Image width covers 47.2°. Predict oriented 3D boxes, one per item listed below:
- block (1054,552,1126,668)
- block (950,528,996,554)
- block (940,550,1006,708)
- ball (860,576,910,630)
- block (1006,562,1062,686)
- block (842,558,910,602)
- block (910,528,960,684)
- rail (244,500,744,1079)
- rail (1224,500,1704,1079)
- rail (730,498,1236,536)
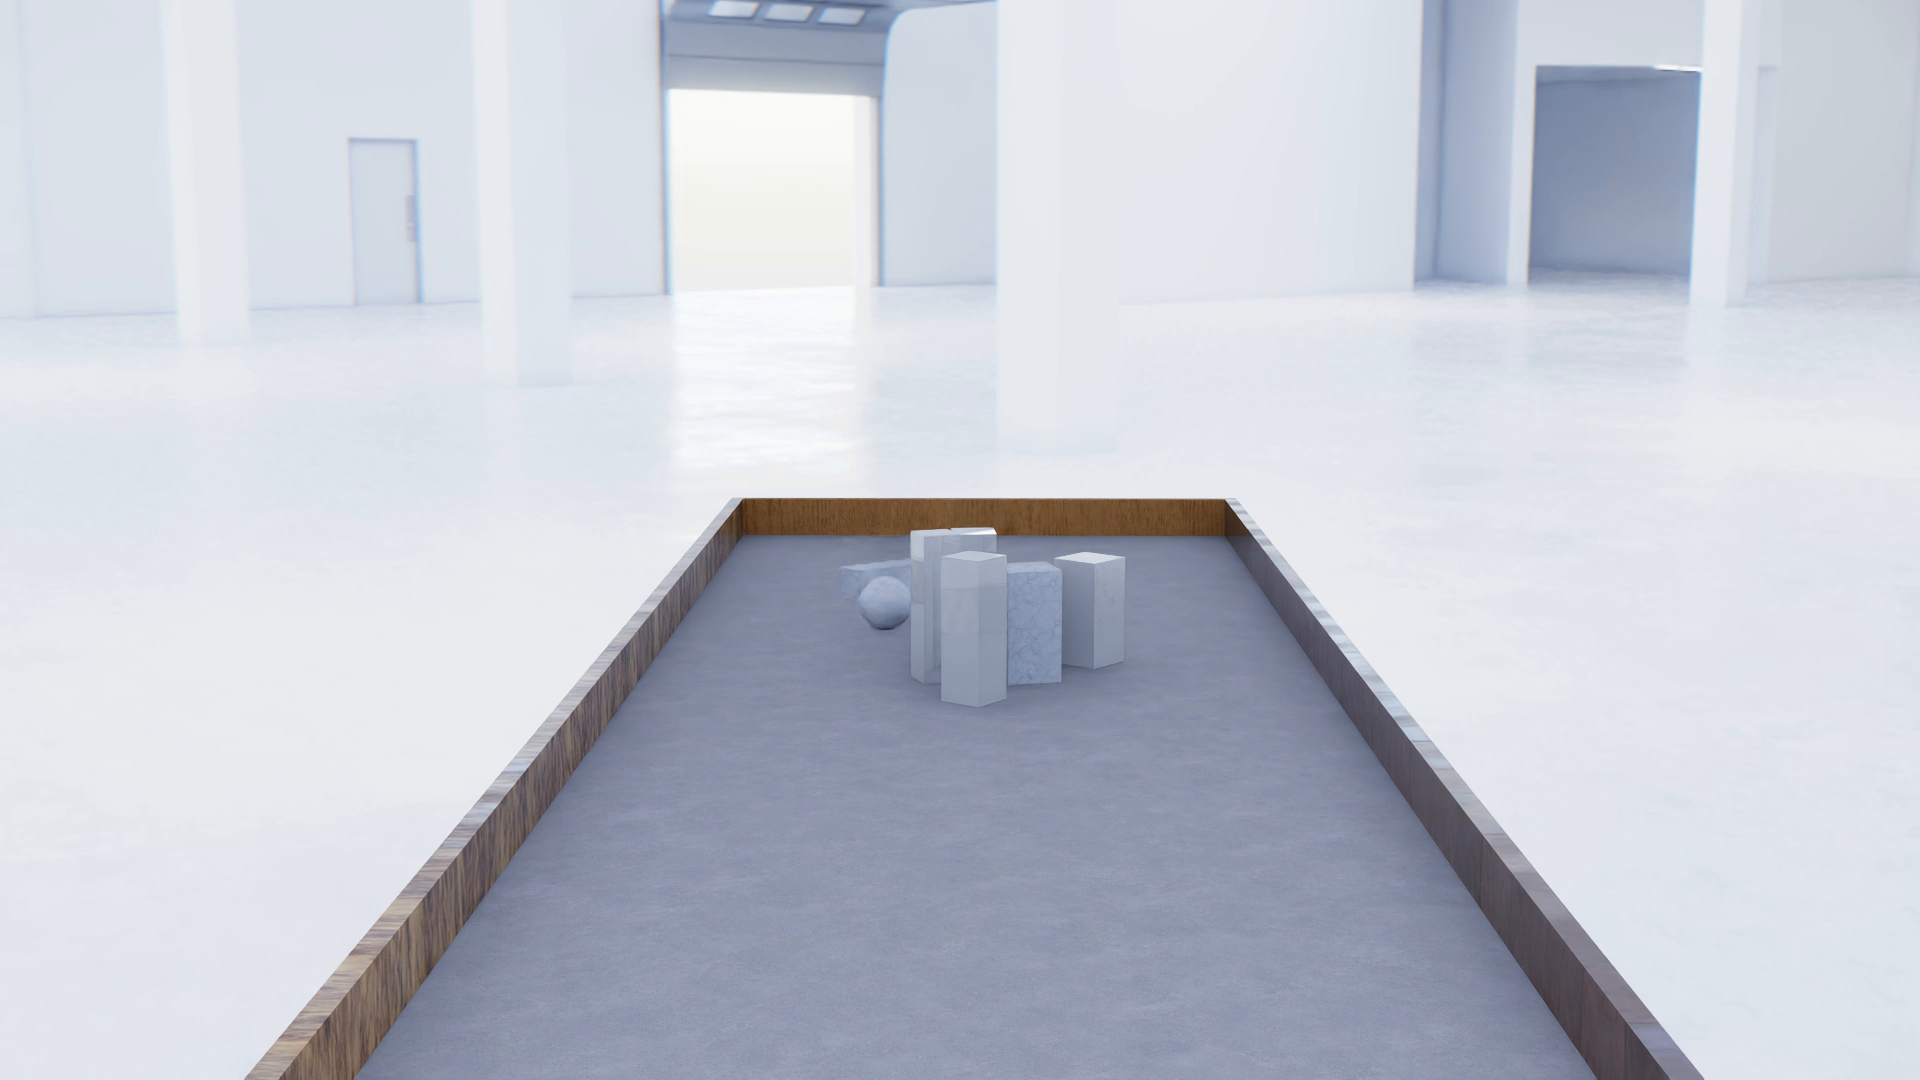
[{"bbox_3d":[0.391,0.211,6.656,0.153,0.320,0.153,8,12,40],"label":"block"},{"bbox_3d":[0.041,0.169,6.666,0.128,0.399,0.128,-1,9,-4],"label":"block"},{"bbox_3d":[0.039,0.246,6.148,0.131,0.409,0.131,7,11,37],"label":"block"},{"bbox_3d":[-0.241,0.206,7.154,0.175,0.175,0.175,0,9,0],"label":"ball"},{"bbox_3d":[0.196,0.242,6.433,0.161,0.329,0.161,-2,9,-15],"label":"block"},{"bbox_3d":[-0.247,0.138,7.798,0.347,0.107,0.107,-7,11,-36],"label":"block"},{"bbox_3d":[-0.072,0.192,6.414,0.112,0.433,0.112,-3,10,-21],"label":"block"},{"bbox_3d":[-1.004,0.839,3.234,0.050,0.150,12.000,0,9,1],"label":"rail"},{"bbox_3d":[1.046,0.843,3.208,0.050,0.150,12.000,0,9,1],"label":"rail"},{"bbox_3d":[0.099,-0.098,9.147,2.100,0.150,0.050,0,9,1],"label":"rail"}]
